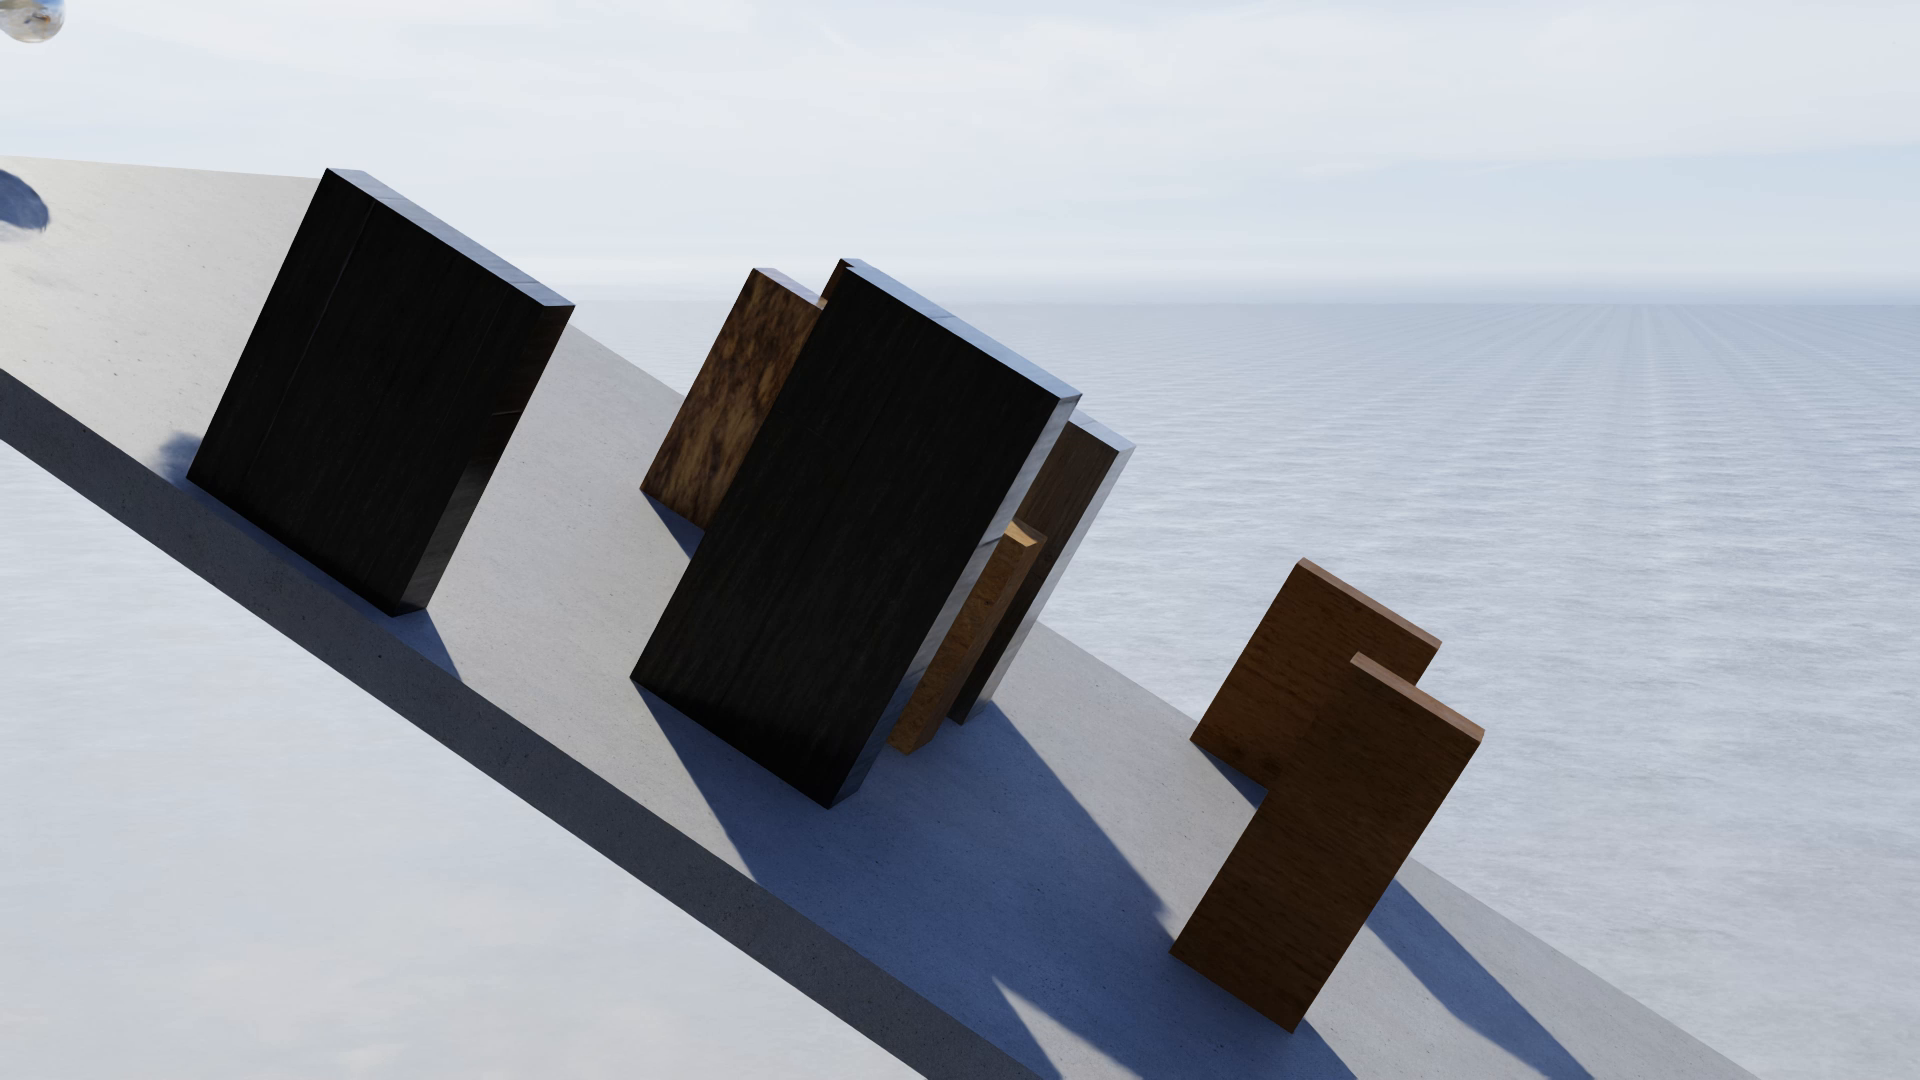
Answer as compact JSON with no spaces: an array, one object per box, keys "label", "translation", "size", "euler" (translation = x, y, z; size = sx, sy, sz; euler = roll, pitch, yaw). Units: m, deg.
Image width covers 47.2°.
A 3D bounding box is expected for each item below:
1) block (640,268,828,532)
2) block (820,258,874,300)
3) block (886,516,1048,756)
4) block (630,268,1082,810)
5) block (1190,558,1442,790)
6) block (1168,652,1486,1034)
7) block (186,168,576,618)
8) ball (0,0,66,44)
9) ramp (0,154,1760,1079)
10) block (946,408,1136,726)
[{"label":"block","translation":[-0.367,-0.235,4.409],"size":[0.351,0.512,0.110],"euler":[32,15,11]},{"label":"block","translation":[-0.197,-0.248,4.666],"size":[0.407,0.567,0.120],"euler":[32,15,11]},{"label":"block","translation":[-0.138,0.081,3.925],"size":[0.409,0.437,0.144],"euler":[32,15,11]},{"label":"block","translation":[-0.172,-0.003,3.496],"size":[0.394,0.759,0.140],"euler":[32,15,11]},{"label":"block","translation":[0.770,0.328,4.775],"size":[0.348,0.460,0.105],"euler":[32,15,11]},{"label":"block","translation":[0.601,0.498,3.622],"size":[0.240,0.584,0.105],"euler":[32,15,11]},{"label":"block","translation":[-0.882,-0.223,3.329],"size":[0.408,0.539,0.099],"euler":[32,15,11]},{"label":"ball","translation":[-1.880,-1.074,4.444],"size":[0.139,0.139,0.139],"euler":[0,7,0]},{"label":"ramp","translation":[-0.188,0.310,4.130],"size":[4.000,0.100,2.000],"euler":[32,15,11]},{"label":"block","translation":[0.044,0.008,4.177],"size":[0.300,0.607,0.148],"euler":[32,15,11]}]
